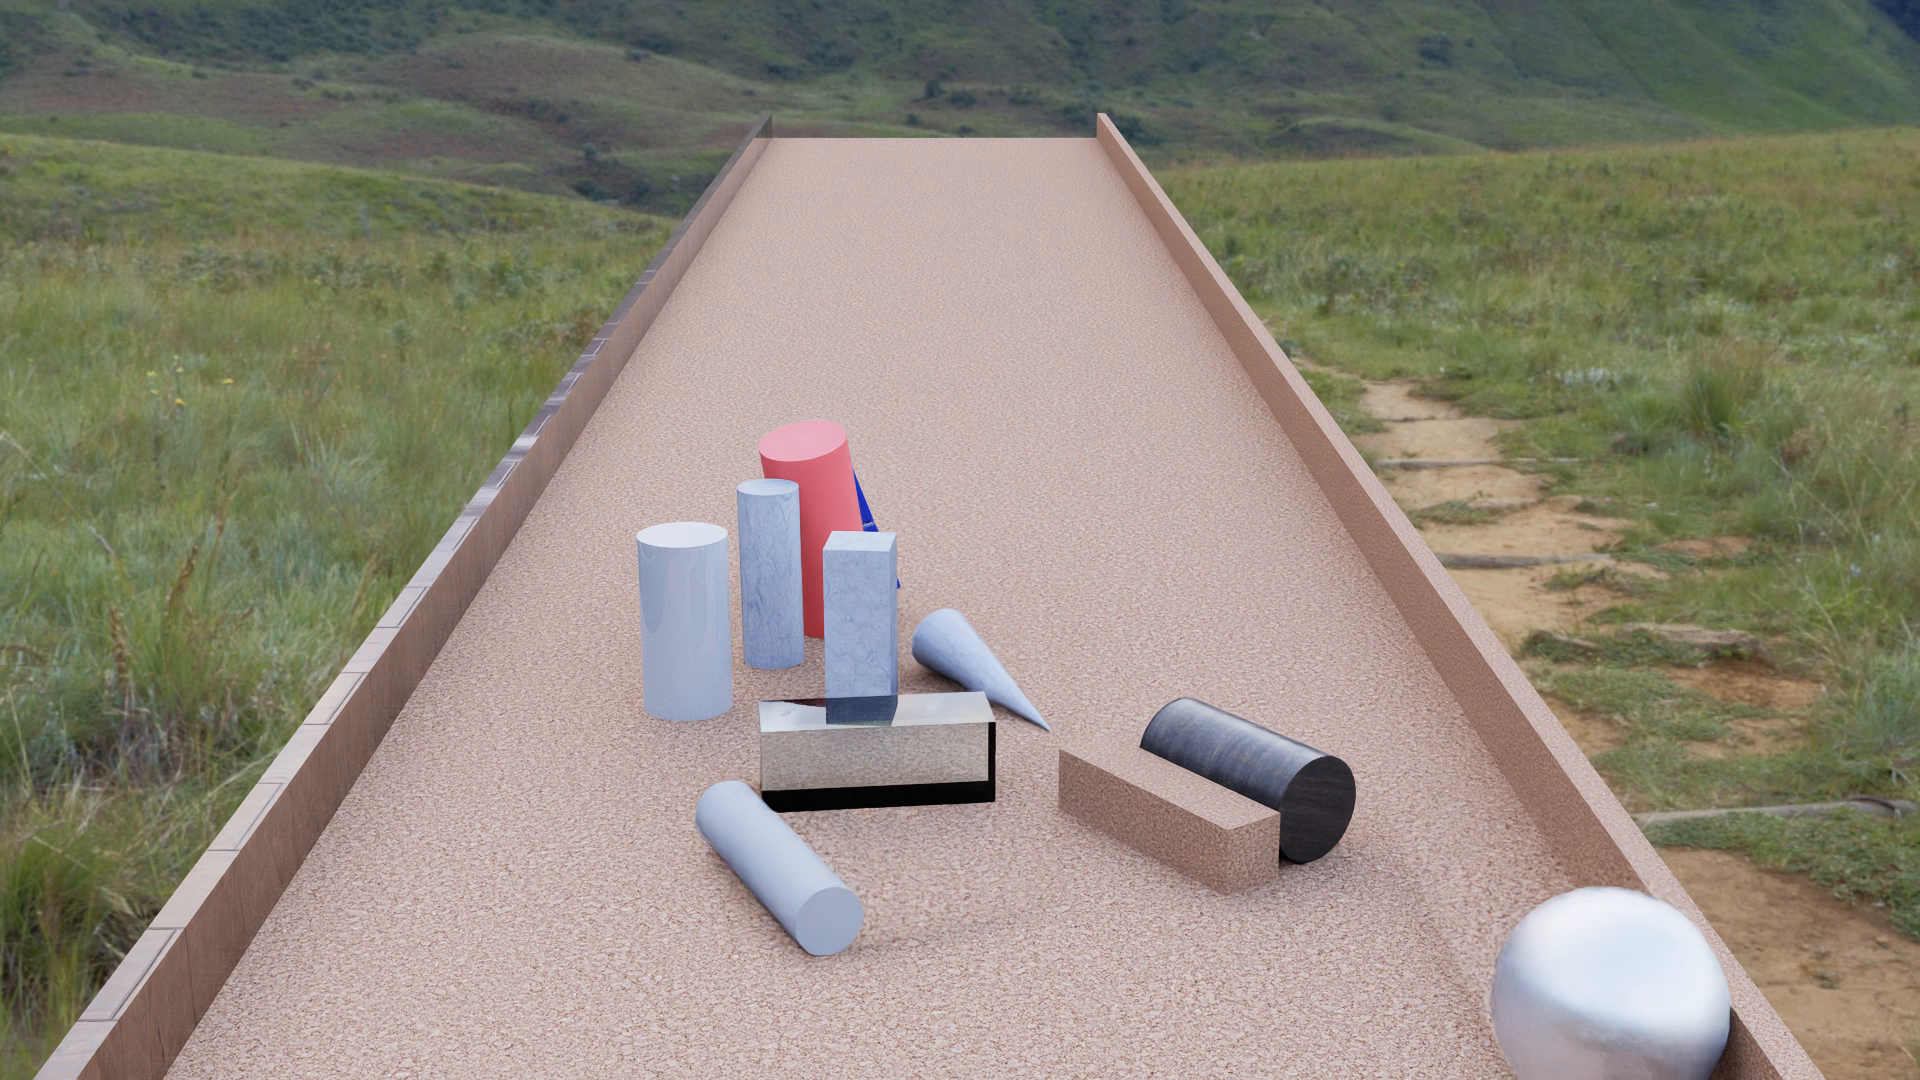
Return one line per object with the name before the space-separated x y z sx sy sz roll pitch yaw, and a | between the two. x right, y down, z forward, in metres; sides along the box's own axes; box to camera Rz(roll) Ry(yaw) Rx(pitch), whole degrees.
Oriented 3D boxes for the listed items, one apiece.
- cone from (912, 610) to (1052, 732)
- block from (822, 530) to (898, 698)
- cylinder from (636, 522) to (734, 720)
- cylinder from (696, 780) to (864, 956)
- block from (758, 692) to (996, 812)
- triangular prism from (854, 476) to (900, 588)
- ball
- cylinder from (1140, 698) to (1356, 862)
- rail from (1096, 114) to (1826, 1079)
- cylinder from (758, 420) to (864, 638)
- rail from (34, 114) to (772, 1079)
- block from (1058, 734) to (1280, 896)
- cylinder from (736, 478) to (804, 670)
cone | 0.066 0.275 4.192 0.129 0.129 0.410 -10 28 -30
block | -0.186 0.154 4.149 0.123 0.319 0.123 1 17 5
cylinder | -0.515 0.151 4.126 0.169 0.337 0.169 0 17 0
cylinder | -0.283 0.495 3.373 0.107 0.107 0.439 -8 18 -24
block | -0.143 0.361 3.757 0.392 0.146 0.146 -2 17 -7
triangular prism | -0.258 -0.047 4.687 0.144 0.351 0.125 -19 30 3
ball | 0.815 0.582 2.762 0.290 0.290 0.290 0 17 0
cylinder | 0.467 0.389 3.607 0.178 0.178 0.328 -12 20 -35
rail | 0.932 -0.844 7.801 0.050 0.150 12.000 0 17 -1
cylinder | -0.289 -0.021 4.514 0.179 0.414 0.179 -6 29 4
rail | -1.118 -0.838 7.780 0.050 0.150 12.000 0 17 -1
block | 0.332 0.439 3.558 0.110 0.110 0.412 -12 20 -34
cylinder | -0.375 0.067 4.367 0.122 0.359 0.122 -1 17 0
